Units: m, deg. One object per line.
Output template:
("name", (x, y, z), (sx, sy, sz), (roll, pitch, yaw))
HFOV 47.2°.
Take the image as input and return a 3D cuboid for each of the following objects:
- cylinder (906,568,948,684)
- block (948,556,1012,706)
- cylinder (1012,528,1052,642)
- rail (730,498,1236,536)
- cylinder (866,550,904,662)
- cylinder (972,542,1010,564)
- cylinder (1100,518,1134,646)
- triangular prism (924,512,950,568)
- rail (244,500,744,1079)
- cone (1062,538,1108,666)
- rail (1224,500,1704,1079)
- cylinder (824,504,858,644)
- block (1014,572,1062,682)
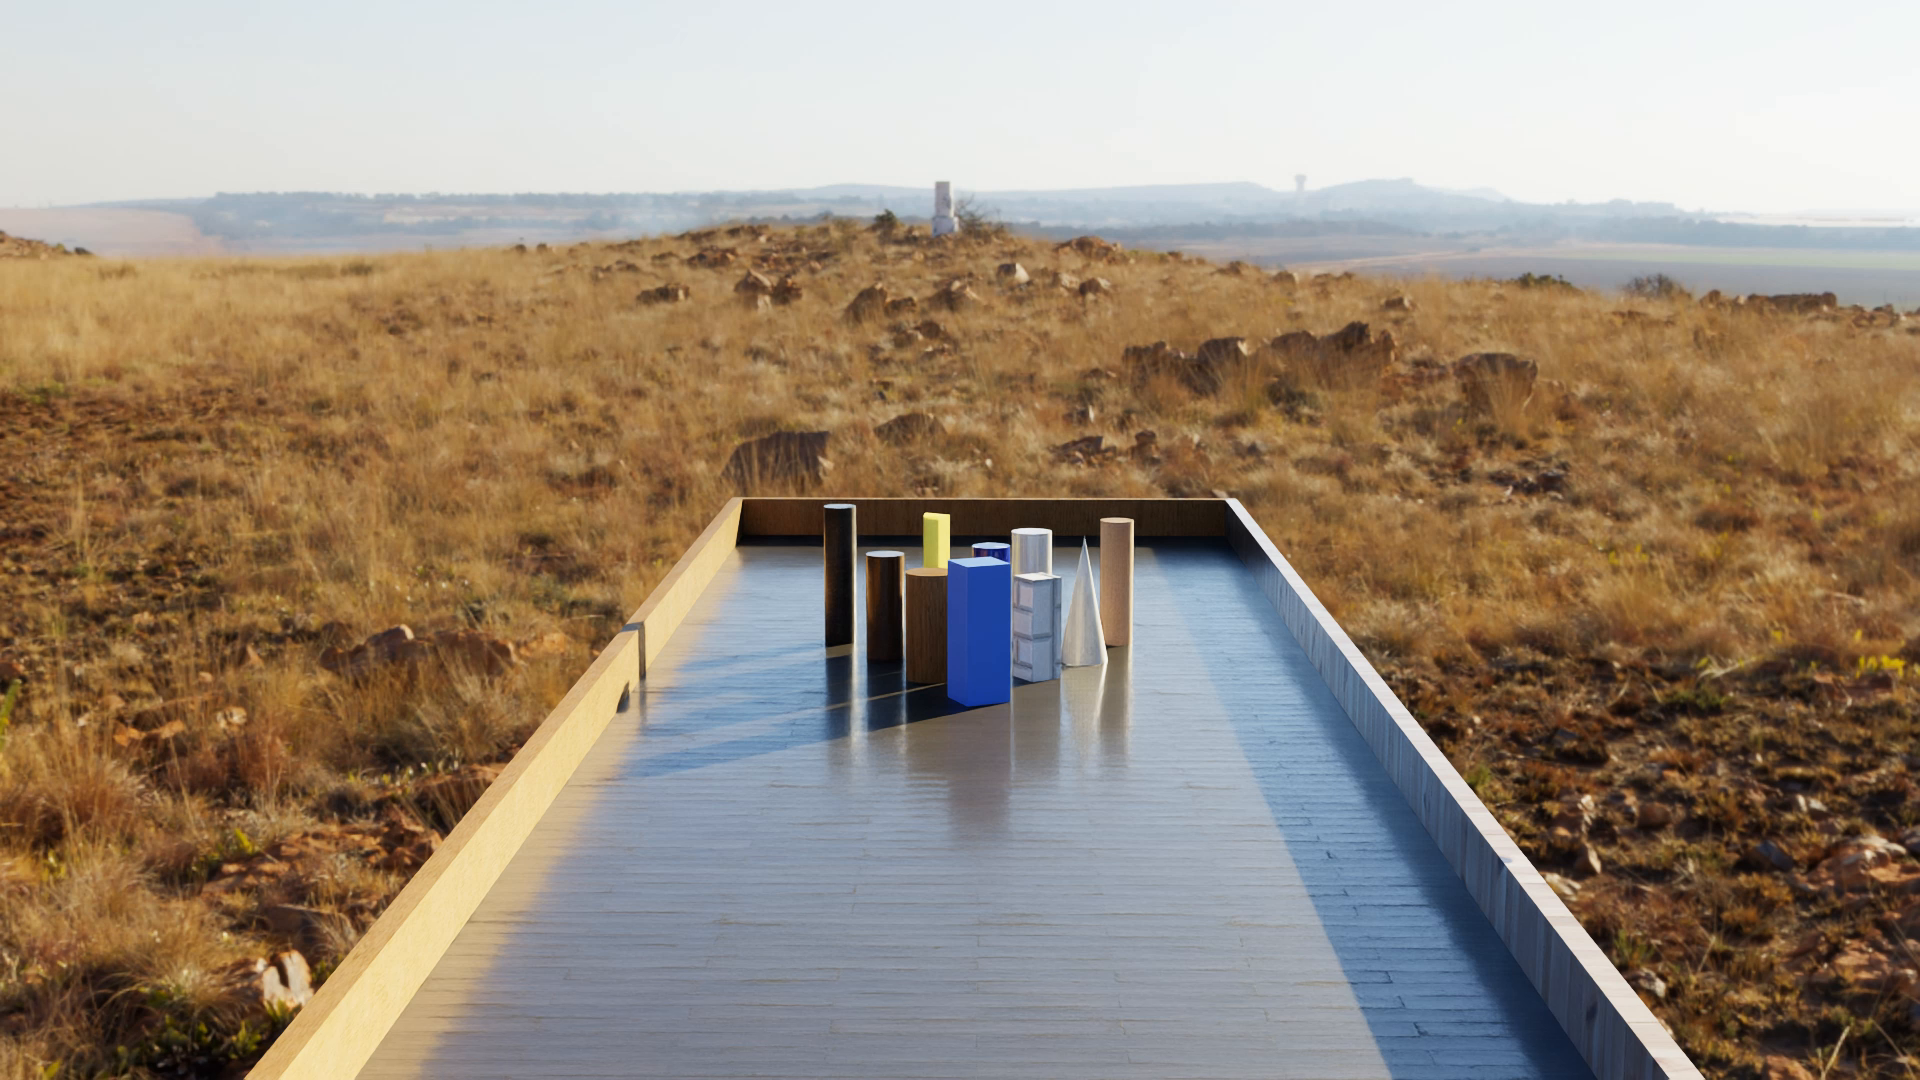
("cylinder", (-0.084, 0.249, 6.431), (0.150, 0.316, 0.150), (0, 9, 0))
("block", (0.053, 0.254, 6.151), (0.133, 0.392, 0.133), (-4, 10, -24))
("cylinder", (0.226, 0.146, 6.960), (0.128, 0.352, 0.128), (0, 9, 0))
("rail", (0.099, -0.098, 9.147), (2.100, 0.150, 0.050), (0, 9, 1))
("cylinder", (-0.227, 0.202, 6.699), (0.117, 0.324, 0.117), (0, 9, 0))
("cylinder", (0.094, 0.192, 6.670), (0.115, 0.353, 0.115), (0, 9, 0))
("cylinder", (0.493, 0.131, 6.934), (0.105, 0.391, 0.105), (0, 9, 0))
("triangular prism", (-0.090, 0.122, 6.922), (0.090, 0.411, 0.078), (-4, 10, -26))
("rail", (-1.004, 0.839, 3.234), (0.050, 0.150, 12.000), (0, 9, 1))
("cone", (0.376, 0.177, 6.667), (0.150, 0.384, 0.150), (0, 9, 0))
("rail", (1.046, 0.843, 3.208), (0.050, 0.150, 12.000), (0, 9, 1))
("cylinder", (-0.378, 0.107, 6.949), (0.102, 0.433, 0.102), (0, 9, 0))
("block", (0.227, 0.254, 6.446), (0.101, 0.300, 0.101), (-6, 11, -32))
